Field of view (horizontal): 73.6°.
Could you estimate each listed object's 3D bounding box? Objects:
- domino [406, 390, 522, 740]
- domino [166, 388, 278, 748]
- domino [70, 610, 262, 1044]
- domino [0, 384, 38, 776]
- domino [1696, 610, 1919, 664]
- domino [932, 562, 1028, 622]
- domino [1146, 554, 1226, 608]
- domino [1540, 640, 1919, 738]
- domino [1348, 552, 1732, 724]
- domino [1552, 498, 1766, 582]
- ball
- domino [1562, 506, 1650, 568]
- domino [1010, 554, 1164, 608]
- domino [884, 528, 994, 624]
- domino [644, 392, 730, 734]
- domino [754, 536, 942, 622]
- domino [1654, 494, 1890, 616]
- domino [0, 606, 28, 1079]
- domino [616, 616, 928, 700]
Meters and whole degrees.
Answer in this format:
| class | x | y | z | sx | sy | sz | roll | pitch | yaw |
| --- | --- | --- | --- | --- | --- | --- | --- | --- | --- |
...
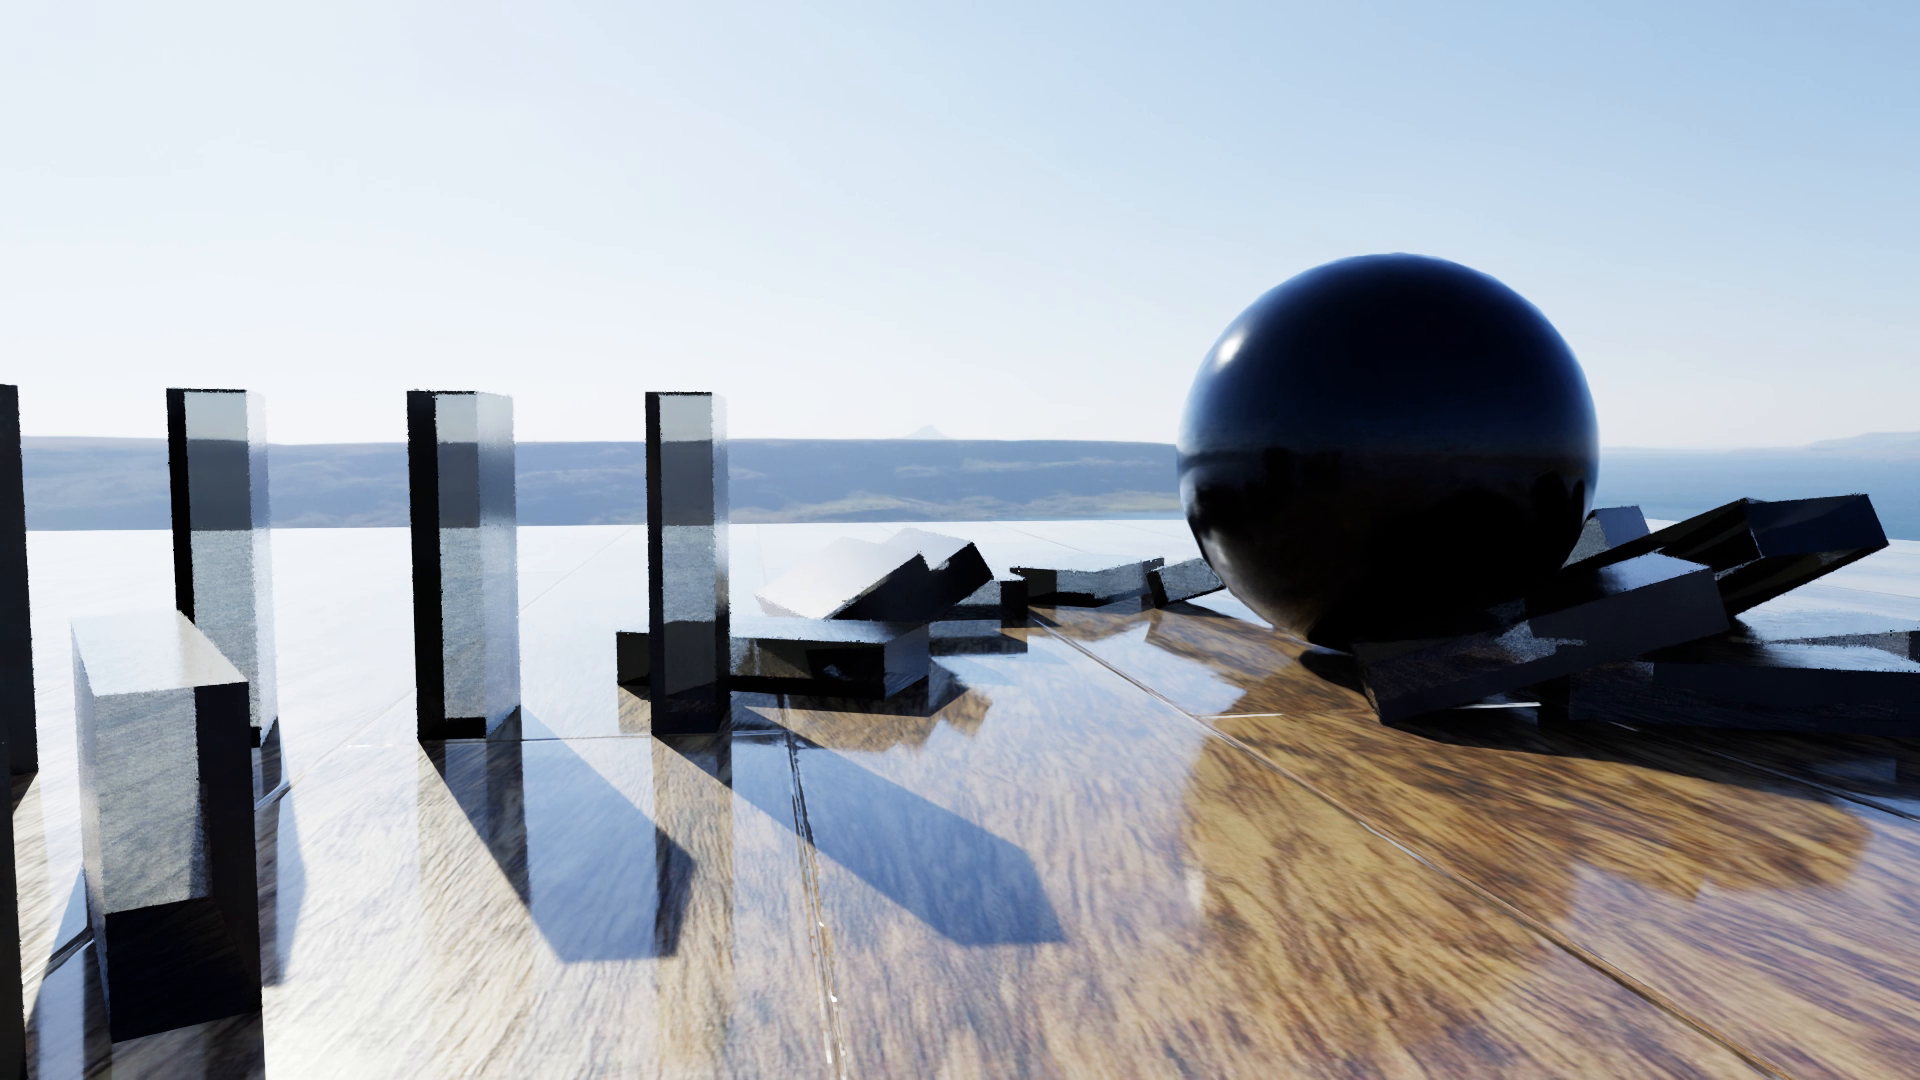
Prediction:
| class | x | y | z | sx | sy | sz | roll | pitch | yaw |
| --- | --- | --- | --- | --- | --- | --- | --- | --- | --- |
| domino | -0.075 | 0.003 | 0.195 | 0.010 | 0.050 | 0.025 | -1 | 4 | -8 |
| domino | -0.107 | 0.003 | 0.188 | 0.010 | 0.050 | 0.025 | -2 | 5 | -23 |
| domino | -0.071 | 0.022 | 0.113 | 0.010 | 0.025 | 0.050 | -3 | 5 | -36 |
| domino | -0.133 | 0.005 | 0.167 | 0.025 | 0.050 | 0.010 | 3 | 5 | 30 |
| domino | 0.154 | 0.020 | 0.236 | 0.050 | 0.010 | 0.025 | -2 | 5 | -19 |
| domino | 0.000 | 0.013 | 0.334 | 0.025 | 0.010 | 0.050 | -1 | 4 | -10 |
| domino | 0.076 | 0.005 | 0.335 | 0.050 | 0.009 | 0.025 | -18 | -2 | 21 |
| domino | 0.121 | 0.023 | 0.203 | 0.050 | 0.009 | 0.025 | 1 | 4 | 15 |
| domino | 0.088 | 0.015 | 0.202 | 0.050 | 0.010 | 0.025 | -18 | 1 | 12 |
| domino | 0.143 | 0.006 | 0.264 | 0.025 | 0.010 | 0.050 | 5 | -25 | -38 |
| ball | 0.084 | -0.017 | 0.257 | 0.080 | 0.080 | 0.080 | 0 | 4 | 0 |
| domino | 0.126 | 0.006 | 0.289 | 0.025 | 0.009 | 0.050 | -4 | -18 | -43 |
| domino | 0.037 | 0.011 | 0.360 | 0.025 | 0.009 | 0.050 | 2 | 5 | 30 |
| domino | -0.013 | 0.009 | 0.300 | 0.025 | 0.009 | 0.050 | -35 | 14 | -14 |
| domino | -0.042 | 0.003 | 0.199 | 0.009 | 0.050 | 0.025 | 0 | 4 | -5 |
| domino | -0.025 | 0.011 | 0.276 | 0.025 | 0.010 | 0.050 | -34 | 16 | -17 |
| domino | 0.138 | 0.007 | 0.235 | 0.025 | 0.009 | 0.050 | -5 | -21 | -12 |
| domino | -0.065 | 0.013 | 0.066 | 0.010 | 0.050 | 0.025 | 2 | 5 | 22 |
| domino | -0.033 | 0.020 | 0.232 | 0.050 | 0.010 | 0.025 | 1 | 4 | 16 |
